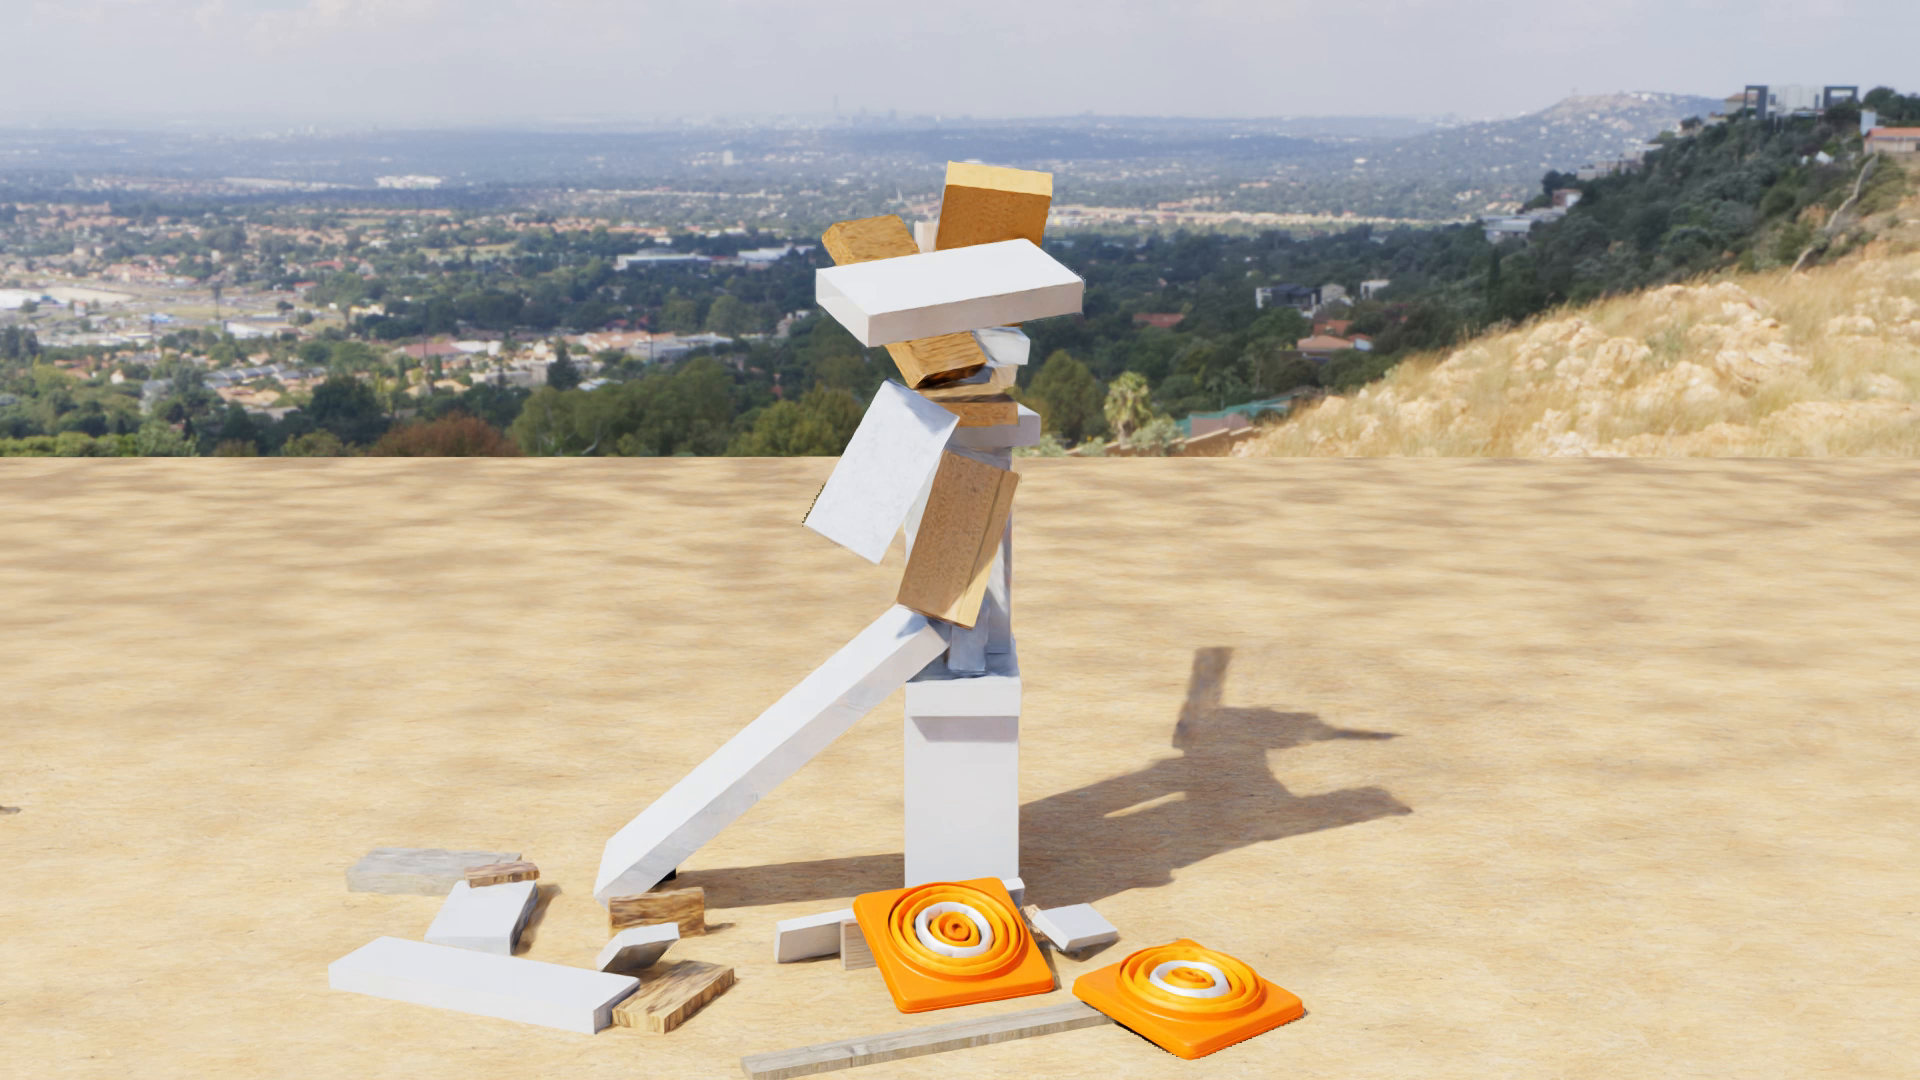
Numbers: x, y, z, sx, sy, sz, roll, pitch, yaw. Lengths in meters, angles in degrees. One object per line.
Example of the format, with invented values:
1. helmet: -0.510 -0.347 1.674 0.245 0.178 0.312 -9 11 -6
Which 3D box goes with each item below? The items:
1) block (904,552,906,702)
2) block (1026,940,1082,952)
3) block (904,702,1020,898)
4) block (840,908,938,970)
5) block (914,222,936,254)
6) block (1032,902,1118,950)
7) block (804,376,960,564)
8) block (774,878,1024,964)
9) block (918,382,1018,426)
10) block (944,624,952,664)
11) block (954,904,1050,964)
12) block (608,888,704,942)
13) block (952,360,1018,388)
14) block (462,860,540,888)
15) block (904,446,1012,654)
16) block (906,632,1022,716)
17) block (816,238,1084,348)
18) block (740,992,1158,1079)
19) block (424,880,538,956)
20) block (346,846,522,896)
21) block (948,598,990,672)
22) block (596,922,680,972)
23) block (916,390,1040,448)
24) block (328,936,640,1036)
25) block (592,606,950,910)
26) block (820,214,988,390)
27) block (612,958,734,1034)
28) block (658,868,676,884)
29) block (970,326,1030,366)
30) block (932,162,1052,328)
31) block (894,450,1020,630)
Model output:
1. block: -0.010 0.067 3.840 0.172 0.549 0.049 0 11 -3
2. block: 0.126 0.619 3.456 0.141 0.020 0.071 2 11 12
3. block: 0.002 0.439 3.500 0.180 0.359 0.051 0 11 -1
4. block: -0.108 0.609 3.360 0.149 0.074 0.021 -4 10 -21
5. block: -0.031 -0.430 4.262 0.085 0.024 0.804 5 33 -7
6. block: 0.179 0.599 3.415 0.071 0.020 0.141 38 19 31
7. block: -0.116 -0.103 3.282 0.126 0.251 0.036 29 -1 -1
8. block: -0.092 0.589 3.409 0.397 0.074 0.021 -7 42 -19
9. block: 0.010 -0.219 3.520 0.126 0.036 0.251 -1 11 -7
10. block: 0.001 0.141 3.548 0.058 0.115 0.016 0 -22 -1
11. block: 0.071 0.610 3.413 0.141 0.020 0.071 -14 26 -22
12. block: -0.476 0.592 3.453 0.148 0.074 0.021 -4 12 -19
13. block: 0.003 -0.303 3.894 0.152 0.043 0.304 12 8 8
14. block: -0.758 0.551 3.632 0.114 0.016 0.057 -4 11 -23
15. block: -0.003 0.012 3.587 0.172 0.345 0.049 0 11 -1
16. block: 0.004 0.215 3.580 0.180 0.051 0.359 0 11 0
17. block: -0.016 -0.372 3.286 0.356 0.050 0.178 -12 33 -25
18. block: -0.008 0.693 3.072 0.605 0.016 0.057 -4 11 -22
19. block: -0.760 0.602 3.502 0.130 0.037 0.259 0 11 -1
20. block: -0.887 0.562 3.719 0.259 0.037 0.130 2 11 8
21. block: 0.014 0.148 3.476 0.058 0.115 0.016 4 -1 3
22. block: -0.480 0.607 3.268 0.086 0.024 0.171 -5 -21 -24
23. block: 0.008 -0.205 3.672 0.172 0.049 0.345 -2 11 -12
24. block: -0.701 0.652 3.234 0.454 0.037 0.130 4 11 22
25. block: -0.305 0.336 3.546 0.723 0.050 0.178 -39 18 14
26. block: -0.092 -0.395 3.627 0.152 0.304 0.043 -17 -19 -46
27. block: -0.416 0.664 3.206 0.085 0.024 0.209 4 11 22
28. block: -0.544 0.564 3.763 0.114 0.016 0.057 10 14 43
29. block: 0.030 -0.372 3.986 0.152 0.043 0.304 7 13 -8
30. block: 0.045 -0.509 3.828 0.178 0.050 0.356 6 -33 -4
31. block: -0.004 0.000 3.404 0.126 0.251 0.036 18 -11 -2
